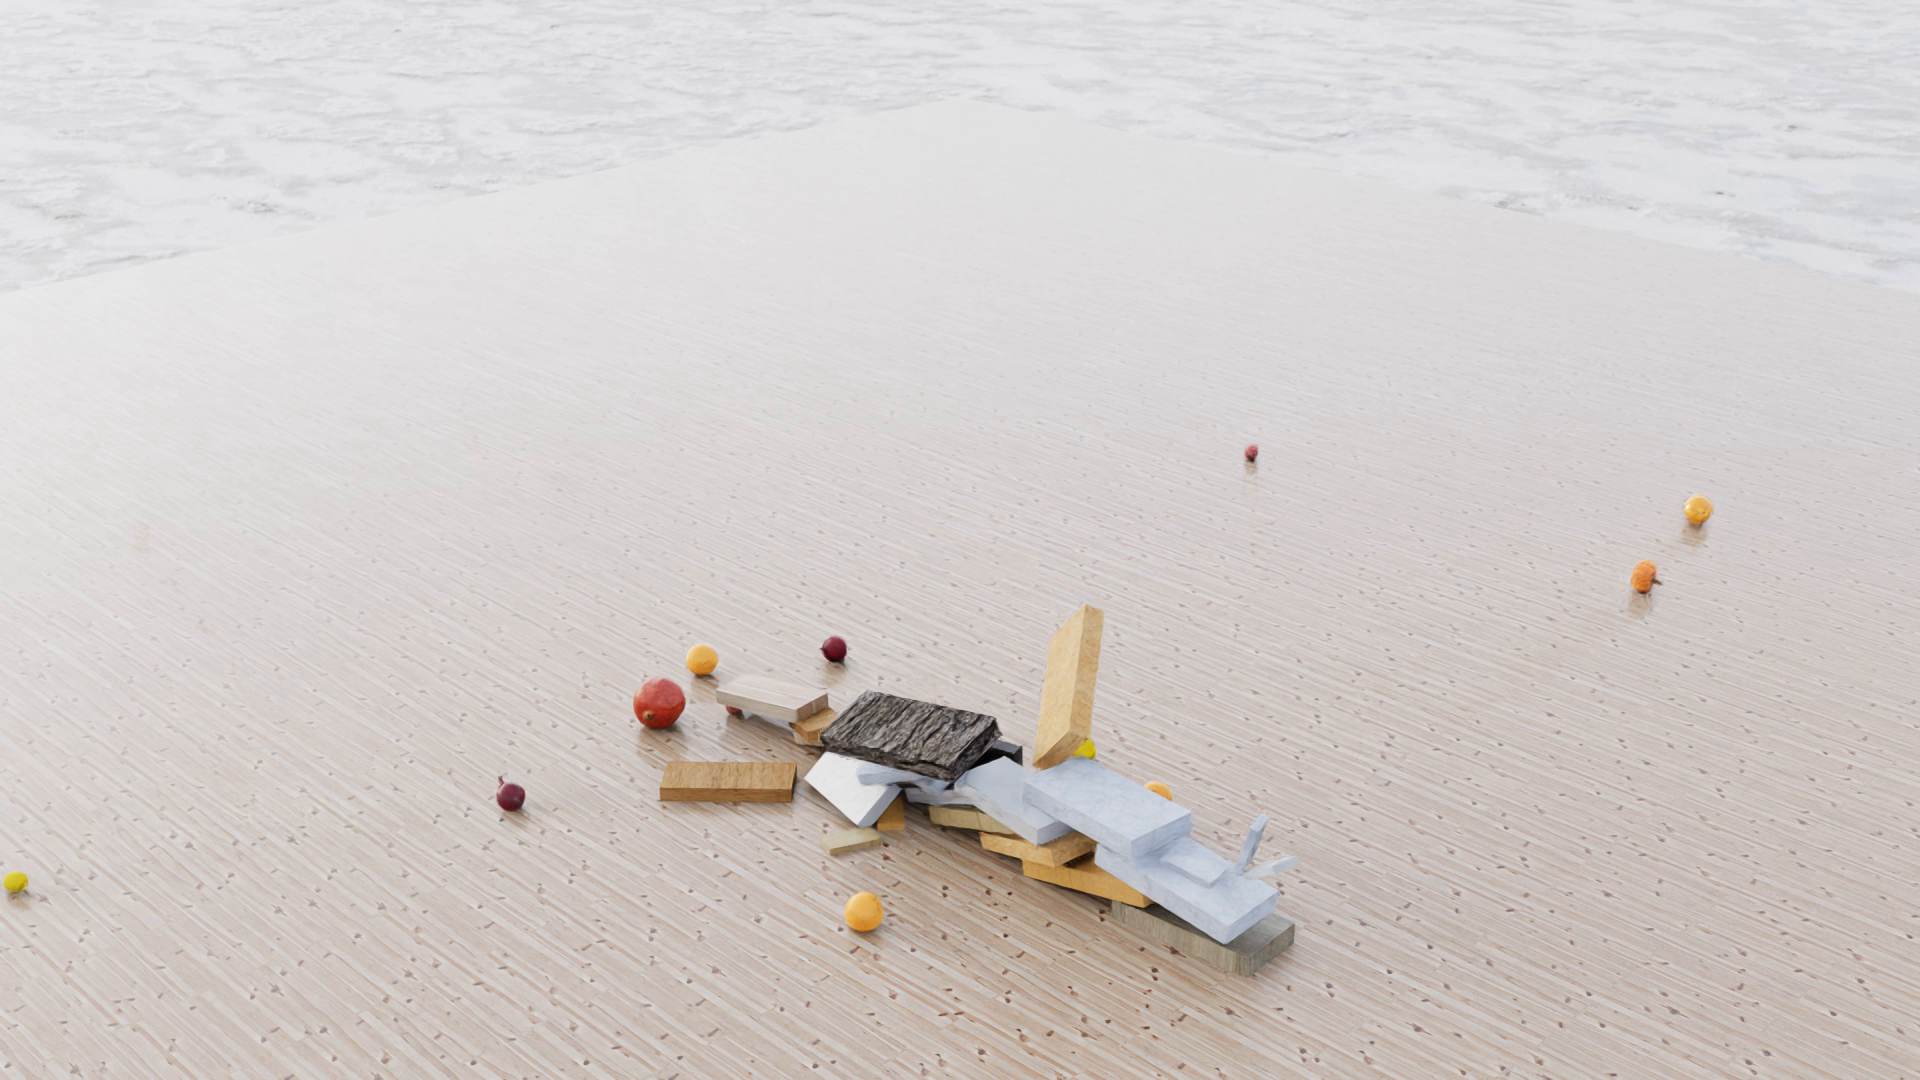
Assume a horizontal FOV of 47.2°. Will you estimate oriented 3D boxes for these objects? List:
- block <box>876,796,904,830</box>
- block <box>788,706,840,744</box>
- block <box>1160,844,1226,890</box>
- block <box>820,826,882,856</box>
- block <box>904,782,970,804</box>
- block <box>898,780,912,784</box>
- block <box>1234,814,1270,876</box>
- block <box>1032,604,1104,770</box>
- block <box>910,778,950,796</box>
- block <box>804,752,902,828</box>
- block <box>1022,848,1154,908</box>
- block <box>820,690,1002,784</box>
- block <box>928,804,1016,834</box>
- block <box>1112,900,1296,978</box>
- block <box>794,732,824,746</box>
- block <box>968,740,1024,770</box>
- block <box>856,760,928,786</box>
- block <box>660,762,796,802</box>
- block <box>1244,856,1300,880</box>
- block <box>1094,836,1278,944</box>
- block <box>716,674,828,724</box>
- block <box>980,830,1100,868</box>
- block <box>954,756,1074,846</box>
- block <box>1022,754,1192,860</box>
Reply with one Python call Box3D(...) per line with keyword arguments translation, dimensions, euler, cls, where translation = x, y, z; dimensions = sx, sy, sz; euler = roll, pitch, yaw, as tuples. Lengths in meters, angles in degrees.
Box3D(translation=(-0.141, 0.552, 4.440), dimensions=(0.054, 0.015, 0.108), euler=(-1, 23, -3), cls="block")
Box3D(translation=(-0.304, 0.392, 4.705), dimensions=(0.090, 0.025, 0.179), euler=(-15, 11, -16), cls="block")
Box3D(translation=(0.422, 0.594, 3.995), dimensions=(0.108, 0.015, 0.054), euler=(25, 34, 30), cls="block")
Box3D(translation=(-0.216, 0.594, 4.342), dimensions=(0.108, 0.015, 0.054), euler=(-9, 25, -21), cls="block")
Box3D(translation=(-0.003, 0.498, 4.435), dimensions=(0.110, 0.031, 0.220), euler=(-20, 8, -36), cls="block")
Box3D(translation=(-0.103, 0.467, 4.544), dimensions=(0.220, 0.031, 0.110), euler=(-1, 17, 44), cls="block")
Box3D(translation=(0.519, 0.543, 3.919), dimensions=(0.015, 0.108, 0.054), euler=(27, 35, 18), cls="block")
Box3D(translation=(0.213, 0.291, 4.319), dimensions=(0.043, 0.152, 0.303), euler=(23, 50, -16), cls="block")
Box3D(translation=(-0.094, 0.425, 4.414), dimensions=(0.104, 0.029, 0.248), euler=(-44, 39, -19), cls="block")
Box3D(translation=(-0.219, 0.495, 4.469), dimensions=(0.112, 0.032, 0.223), euler=(-50, 38, -6), cls="block")
Box3D(translation=(0.280, 0.617, 4.174), dimensions=(0.303, 0.043, 0.152), euler=(7, 22, 45), cls="block")
Box3D(translation=(-0.100, 0.385, 4.343), dimensions=(0.358, 0.043, 0.152), euler=(8, 40, 43), cls="block")
Box3D(translation=(0.068, 0.534, 4.355), dimensions=(0.128, 0.036, 0.256), euler=(-19, 11, -38), cls="block")
Box3D(translation=(0.447, 0.701, 4.054), dimensions=(0.303, 0.043, 0.152), euler=(19, 29, 37), cls="block")
Box3D(translation=(-0.263, 0.413, 4.690), dimensions=(0.090, 0.025, 0.179), euler=(-22, 15, -41), cls="block")
Box3D(translation=(0.034, 0.452, 4.559), dimensions=(0.207, 0.103, 0.029), euler=(14, 34, 29), cls="block")
Box3D(translation=(-0.092, 0.430, 4.344), dimensions=(0.207, 0.029, 0.104), euler=(-9, 33, 24), cls="block")
Box3D(translation=(-0.477, 0.499, 4.543), dimensions=(0.269, 0.032, 0.112), euler=(1, 23, 1), cls="block")
Box3D(translation=(0.548, 0.578, 3.877), dimensions=(0.054, 0.015, 0.108), euler=(-18, -6, -23), cls="block")
Box3D(translation=(0.411, 0.615, 4.015), dimensions=(0.303, 0.043, 0.152), euler=(28, 36, 34), cls="block")
Box3D(translation=(-0.410, 0.344, 4.793), dimensions=(0.223, 0.032, 0.112), euler=(11, 22, 34), cls="block")
Box3D(translation=(0.159, 0.573, 4.243), dimensions=(0.128, 0.036, 0.256), euler=(-20, 11, -29), cls="block")
Box3D(translation=(0.117, 0.501, 4.236), dimensions=(0.128, 0.036, 0.256), euler=(-17, 29, -34), cls="block")
Box3D(translation=(0.273, 0.499, 4.126), dimensions=(0.152, 0.043, 0.303), euler=(-19, 28, -35), cls="block")
